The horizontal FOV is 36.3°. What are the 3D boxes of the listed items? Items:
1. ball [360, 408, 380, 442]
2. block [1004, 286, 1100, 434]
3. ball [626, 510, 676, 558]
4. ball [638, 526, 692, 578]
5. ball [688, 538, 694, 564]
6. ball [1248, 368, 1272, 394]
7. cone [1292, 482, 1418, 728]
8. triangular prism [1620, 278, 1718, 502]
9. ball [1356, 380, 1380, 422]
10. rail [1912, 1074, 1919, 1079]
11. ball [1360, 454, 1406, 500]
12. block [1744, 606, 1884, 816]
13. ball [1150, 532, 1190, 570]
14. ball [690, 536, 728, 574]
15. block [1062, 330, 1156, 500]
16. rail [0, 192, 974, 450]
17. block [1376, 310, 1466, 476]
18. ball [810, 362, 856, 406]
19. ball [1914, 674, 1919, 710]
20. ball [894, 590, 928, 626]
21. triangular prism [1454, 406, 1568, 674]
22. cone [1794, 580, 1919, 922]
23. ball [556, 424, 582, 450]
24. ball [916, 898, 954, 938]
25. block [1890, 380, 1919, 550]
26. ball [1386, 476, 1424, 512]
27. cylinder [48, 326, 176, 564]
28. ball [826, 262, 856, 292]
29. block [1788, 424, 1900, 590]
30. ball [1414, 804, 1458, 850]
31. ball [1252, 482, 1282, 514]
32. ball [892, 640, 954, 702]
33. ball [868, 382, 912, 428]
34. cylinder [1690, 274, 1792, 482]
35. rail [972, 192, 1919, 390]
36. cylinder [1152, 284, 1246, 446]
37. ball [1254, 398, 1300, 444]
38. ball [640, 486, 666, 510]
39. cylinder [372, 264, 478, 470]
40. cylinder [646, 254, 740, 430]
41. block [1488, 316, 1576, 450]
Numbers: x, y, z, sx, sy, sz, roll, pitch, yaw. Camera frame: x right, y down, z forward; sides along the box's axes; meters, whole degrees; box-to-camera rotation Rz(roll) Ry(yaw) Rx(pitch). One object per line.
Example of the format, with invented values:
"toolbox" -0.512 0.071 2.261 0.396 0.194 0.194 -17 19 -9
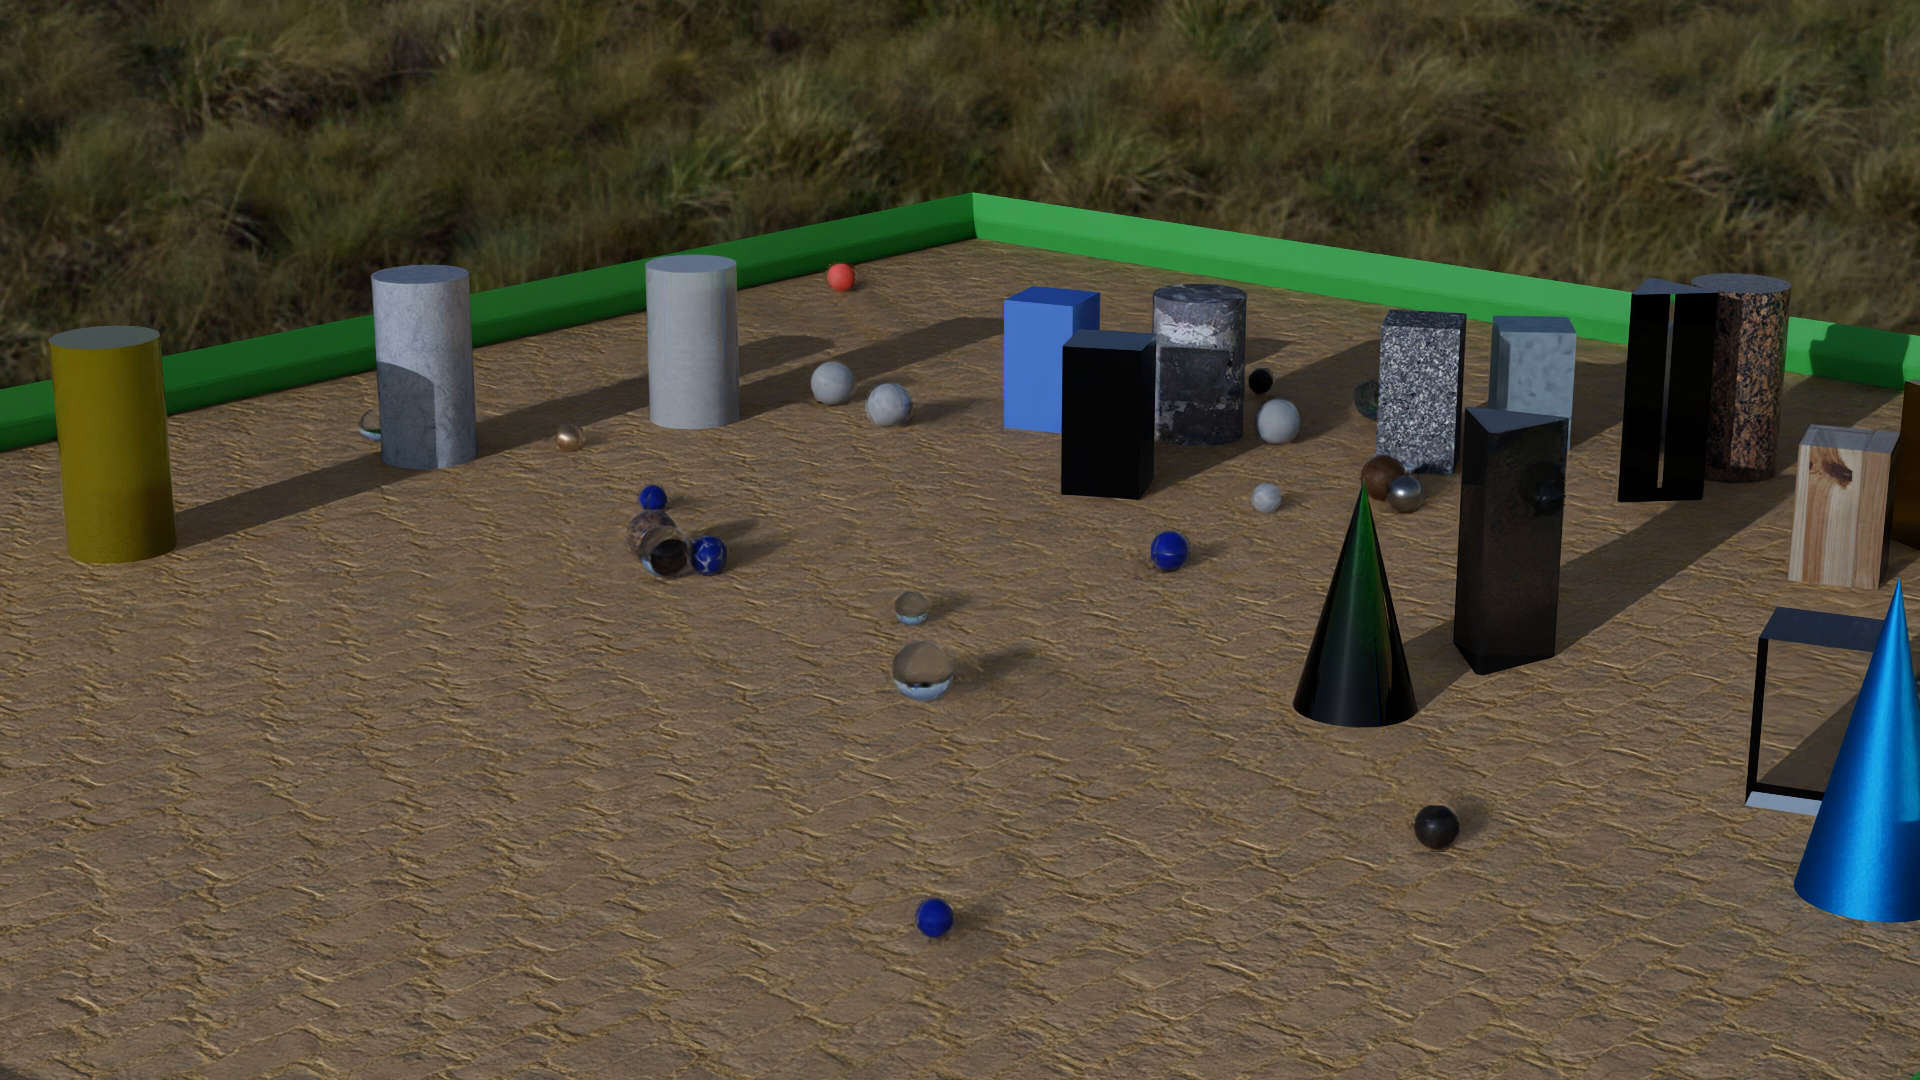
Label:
"ball" -1.219 -0.240 6.124 0.068 0.068 0.068 0 17 0
"block" 0.196 -0.384 6.240 0.155 0.276 0.155 7 18 23
"ball" -0.558 -0.009 5.315 0.093 0.093 0.093 0 17 0
"ball" -0.524 0.021 5.209 0.094 0.094 0.094 0 17 0
"ball" -0.497 0.021 5.292 0.050 0.050 0.050 0 17 0
"ball" 0.668 -0.353 6.520 0.055 0.055 0.055 0 17 0
"cone" 0.617 0.083 4.533 0.194 0.368 0.194 0 17 0
"triangular prism" 1.355 -0.294 5.710 0.168 0.411 0.145 -2 17 -6
"ball" 0.892 -0.300 6.285 0.089 0.089 0.089 0 17 0
"rail" 1.589 0.430 3.800 0.045 0.126 5.006 14 22 39
"ball" 0.821 -0.121 5.693 0.089 0.089 0.089 0 17 0
"block" 1.224 0.247 4.191 0.155 0.253 0.155 7 18 23
"ball" 0.376 0.019 5.260 0.070 0.070 0.070 0 17 0
"ball" -0.449 0.026 5.241 0.069 0.069 0.069 0 17 0
"block" 0.292 -0.248 5.753 0.155 0.297 0.155 4 17 14
"rail" -1.589 -0.367 6.441 0.045 0.126 5.006 14 22 39
"block" 0.931 -0.299 5.922 0.155 0.298 0.155 4 17 13
"ball" -0.278 -0.343 6.414 0.097 0.097 0.097 0 17 0
"ball" 1.486 0.245 4.478 0.090 0.090 0.090 0 17 0
"ball" -0.083 0.115 4.962 0.058 0.058 0.058 0 17 0
"triangular prism" 0.865 -0.006 4.769 0.168 0.403 0.145 -11 20 -32
"cone" 1.208 0.257 3.832 0.194 0.440 0.194 0 17 0
"ball" -0.807 -0.212 6.052 0.055 0.055 0.055 0 17 0
"ball" -0.033 0.484 3.756 0.049 0.049 0.049 0 17 0
"block" 1.831 -0.134 5.369 0.155 0.302 0.155 -6 18 -20
"ball" 0.852 -0.089 5.618 0.071 0.071 0.071 0 17 0
"cylinder" -1.542 -0.176 5.342 0.194 0.397 0.194 0 17 0
"ball" -0.307 -0.679 7.569 0.074 0.074 0.074 0 17 0
"block" 1.573 -0.060 5.216 0.155 0.249 0.155 7 18 22
"ball" 0.655 0.395 4.032 0.062 0.062 0.062 0 17 0
"ball" 0.586 -0.080 5.611 0.058 0.058 0.058 0 17 0
"ball" -0.059 0.206 4.599 0.096 0.096 0.096 0 17 0
"ball" -0.149 -0.287 6.230 0.096 0.096 0.096 0 17 0
"cylinder" 1.546 -0.325 5.859 0.194 0.384 0.194 0 17 0
"rail" 1.625 -0.509 6.913 4.256 0.126 0.045 14 22 39
"cylinder" 0.499 -0.368 6.142 0.194 0.303 0.194 0 17 0
"ball" 0.660 -0.247 6.099 0.096 0.096 0.096 0 17 0
"ball" -0.588 -0.079 5.619 0.052 0.052 0.052 0 17 0
"cylinder" -1.087 -0.353 5.958 0.194 0.380 0.194 0 17 0
"cylinder" -0.571 -0.425 6.270 0.194 0.338 0.194 0 17 0
"block" 1.190 -0.329 6.111 0.155 0.246 0.155 1 17 4
